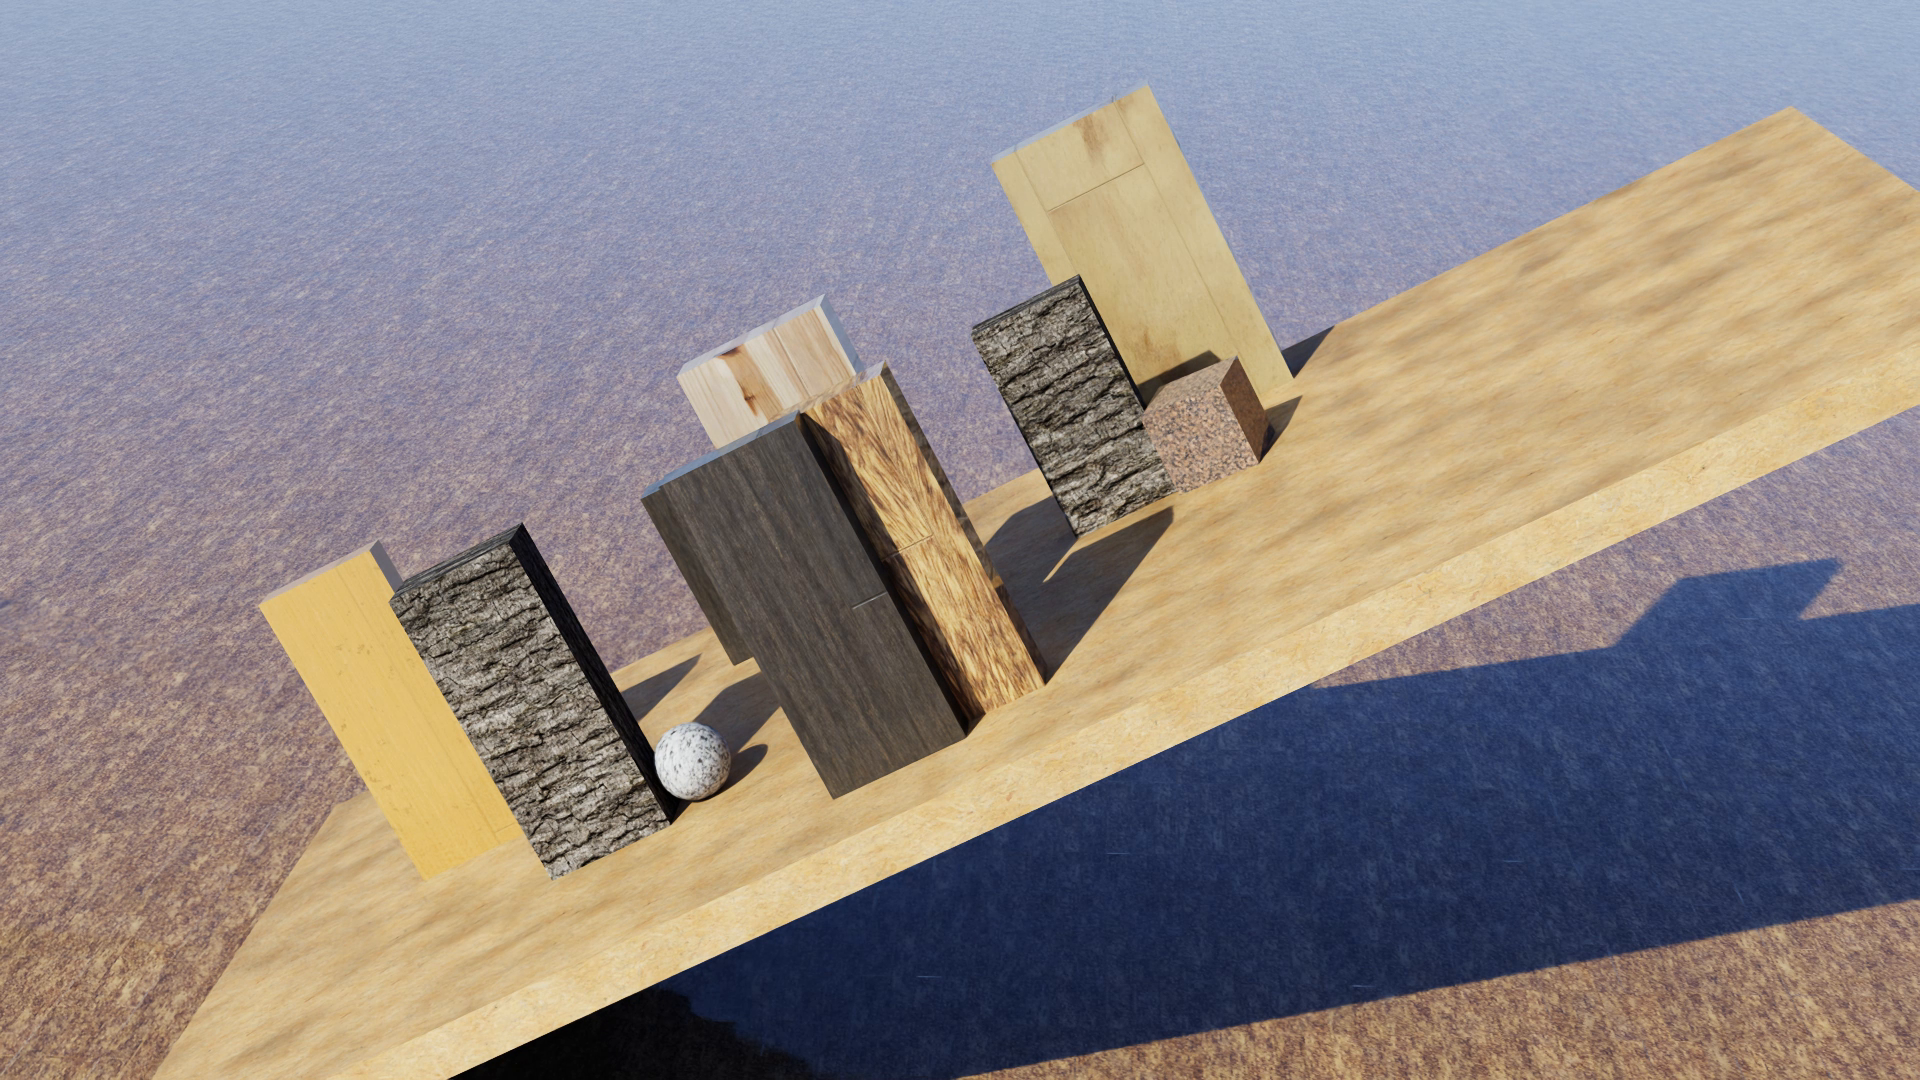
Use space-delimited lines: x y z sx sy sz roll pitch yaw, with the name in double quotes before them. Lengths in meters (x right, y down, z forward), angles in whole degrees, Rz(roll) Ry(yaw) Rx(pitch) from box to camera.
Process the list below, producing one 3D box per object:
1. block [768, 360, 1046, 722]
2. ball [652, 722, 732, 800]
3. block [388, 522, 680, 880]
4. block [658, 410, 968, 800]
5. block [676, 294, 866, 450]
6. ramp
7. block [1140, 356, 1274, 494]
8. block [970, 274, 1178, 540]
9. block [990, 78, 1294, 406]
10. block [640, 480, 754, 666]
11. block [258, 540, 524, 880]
"block" -0.099 0.021 5.616 0.247 0.682 0.117 -26 14 10
"ball" -0.549 0.453 6.026 0.160 0.160 0.160 0 17 0
"block" -0.861 0.331 5.993 0.279 0.670 0.144 -26 14 10
"block" -0.271 0.126 5.545 0.287 0.694 0.082 -26 14 10
"block" -0.246 -0.081 6.063 0.330 0.781 0.115 -26 14 10
"ramp" 0.140 0.168 6.281 4.000 0.100 2.000 -26 14 10
"block" 0.541 -0.251 6.401 0.194 0.194 0.194 -22 15 24
"block" 0.258 -0.290 6.424 0.260 0.509 0.101 -26 14 10
"block" 0.423 -0.629 6.799 0.399 0.762 0.105 -26 14 10
"block" -0.498 0.021 6.873 0.302 0.455 0.111 -26 14 10
"block" -1.222 0.376 6.436 0.280 0.715 0.083 -26 14 10
